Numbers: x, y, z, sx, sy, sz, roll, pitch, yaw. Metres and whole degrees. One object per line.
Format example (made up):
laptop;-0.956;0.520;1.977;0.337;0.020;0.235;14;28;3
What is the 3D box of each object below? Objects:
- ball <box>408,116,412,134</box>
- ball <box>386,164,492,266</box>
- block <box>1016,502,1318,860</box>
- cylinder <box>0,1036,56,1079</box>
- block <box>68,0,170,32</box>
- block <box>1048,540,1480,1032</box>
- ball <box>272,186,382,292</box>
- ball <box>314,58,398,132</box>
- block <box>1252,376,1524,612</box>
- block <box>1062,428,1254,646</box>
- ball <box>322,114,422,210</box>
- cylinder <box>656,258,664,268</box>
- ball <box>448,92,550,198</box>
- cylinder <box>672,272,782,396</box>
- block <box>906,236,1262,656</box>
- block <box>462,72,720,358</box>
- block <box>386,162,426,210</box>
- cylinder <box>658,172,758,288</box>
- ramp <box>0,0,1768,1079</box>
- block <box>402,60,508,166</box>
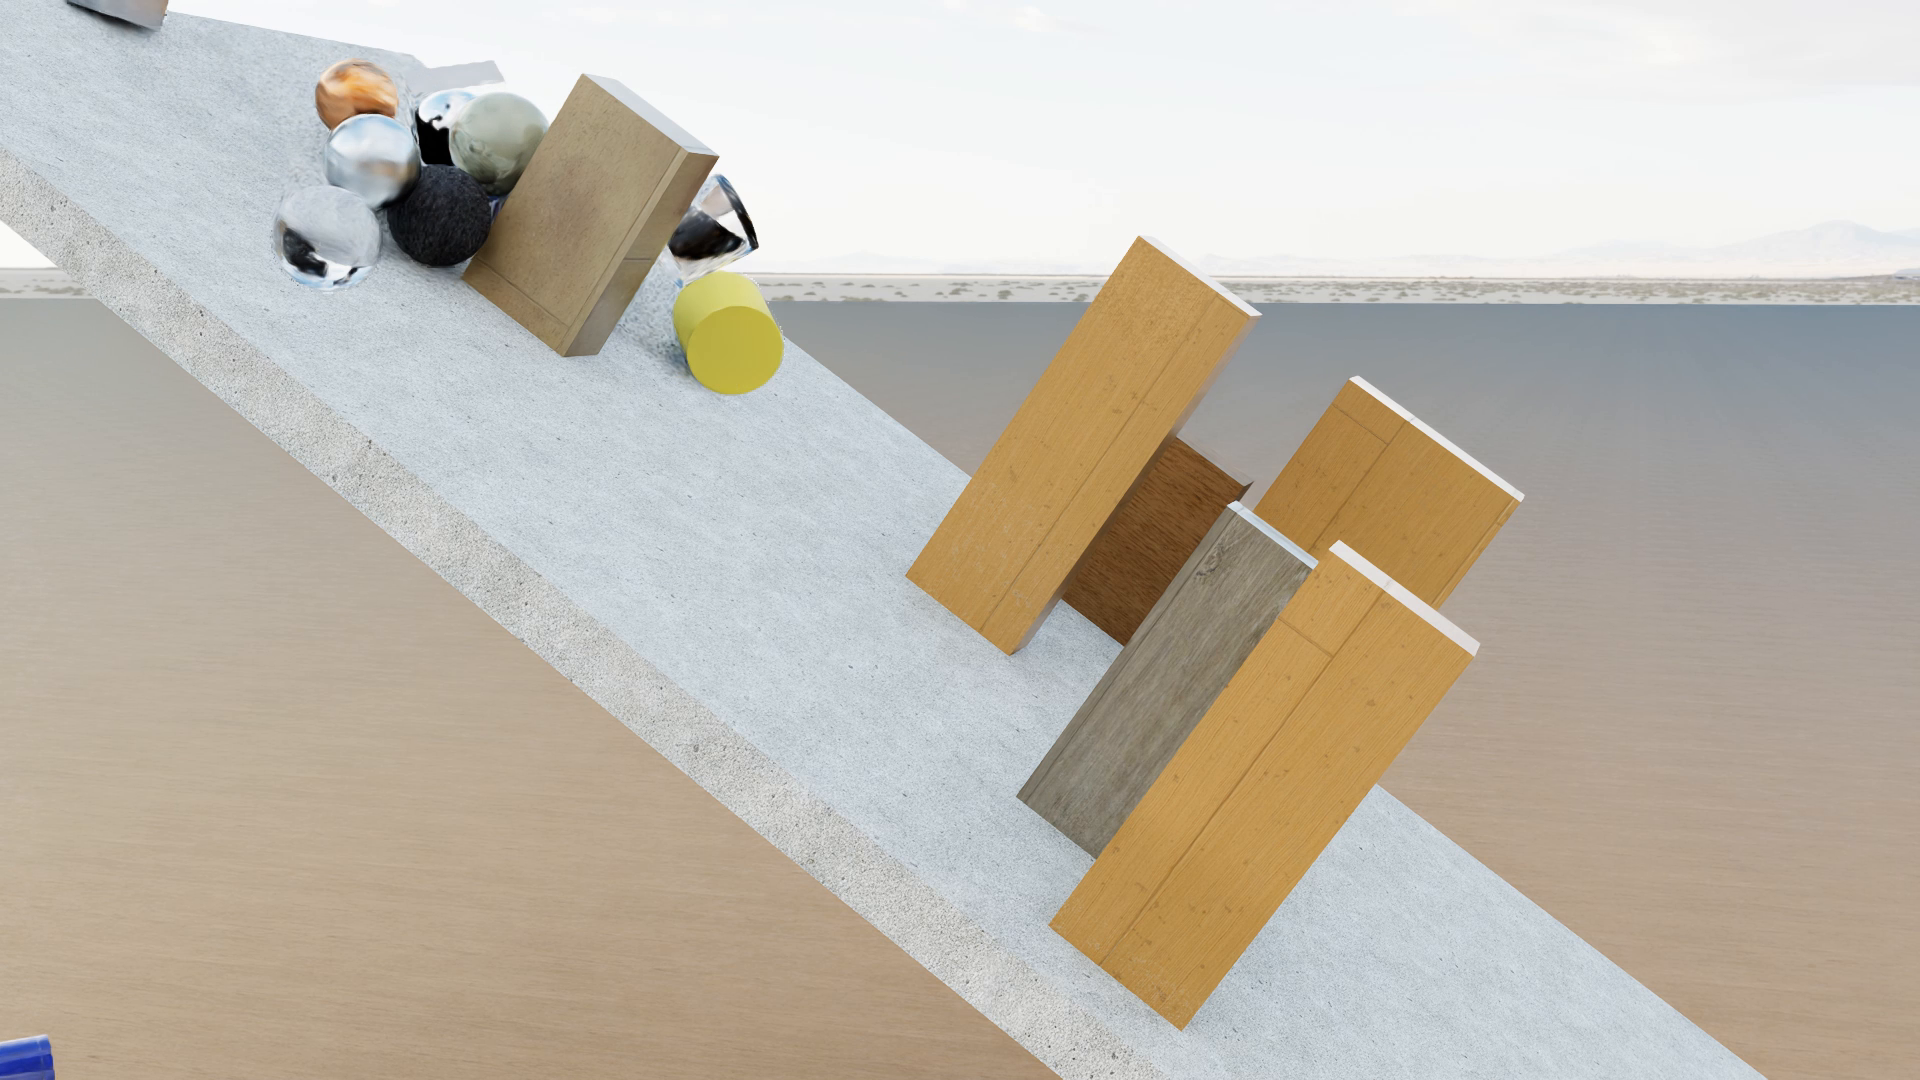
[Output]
ball;-1.072;-0.875;4.640;0.183;0.183;0.183;0;7;0
ball;-0.955;-0.595;4.036;0.187;0.187;0.187;0;7;0
block;0.420;0.296;3.455;0.405;0.585;0.081;37;16;10
cylinder;-2.074;1.183;4.765;0.188;0.188;0.188;-4;8;-30
block;-1.604;-1.102;4.207;0.170;0.170;0.170;14;18;-33
block;0.424;0.350;3.113;0.241;0.685;0.110;37;16;10
ball;-1.034;-0.492;3.592;0.172;0.172;0.172;0;7;0
ball;-1.163;-0.847;4.237;0.156;0.156;0.156;0;7;0
block;0.727;0.096;4.385;0.402;0.746;0.141;37;16;10
block;0.329;-0.067;4.658;0.396;0.425;0.131;37;16;10
ball;-1.042;-0.670;3.899;0.170;0.170;0.170;0;7;0
cylinder;-0.618;-0.678;4.642;0.173;0.173;0.173;29;-3;2
ball;-0.861;-0.744;4.136;0.196;0.196;0.196;0;7;0
cylinder;-0.477;-0.425;4.499;0.194;0.194;0.194;-2;28;-16
block;0.225;-0.172;4.094;0.251;0.777;0.127;37;16;10
block;-0.690;-0.602;4.101;0.254;0.453;0.144;37;16;10
block;-1.043;-0.664;4.159;0.112;0.112;0.112;30;2;-15
cylinder;-0.532;-0.632;4.491;0.176;0.176;0.176;-29;14;-13
ramp;-0.092;0.165;4.083;4.000;0.100;2.000;37;16;10
block;-0.975;-0.816;4.288;0.179;0.179;0.179;-11;28;-15
